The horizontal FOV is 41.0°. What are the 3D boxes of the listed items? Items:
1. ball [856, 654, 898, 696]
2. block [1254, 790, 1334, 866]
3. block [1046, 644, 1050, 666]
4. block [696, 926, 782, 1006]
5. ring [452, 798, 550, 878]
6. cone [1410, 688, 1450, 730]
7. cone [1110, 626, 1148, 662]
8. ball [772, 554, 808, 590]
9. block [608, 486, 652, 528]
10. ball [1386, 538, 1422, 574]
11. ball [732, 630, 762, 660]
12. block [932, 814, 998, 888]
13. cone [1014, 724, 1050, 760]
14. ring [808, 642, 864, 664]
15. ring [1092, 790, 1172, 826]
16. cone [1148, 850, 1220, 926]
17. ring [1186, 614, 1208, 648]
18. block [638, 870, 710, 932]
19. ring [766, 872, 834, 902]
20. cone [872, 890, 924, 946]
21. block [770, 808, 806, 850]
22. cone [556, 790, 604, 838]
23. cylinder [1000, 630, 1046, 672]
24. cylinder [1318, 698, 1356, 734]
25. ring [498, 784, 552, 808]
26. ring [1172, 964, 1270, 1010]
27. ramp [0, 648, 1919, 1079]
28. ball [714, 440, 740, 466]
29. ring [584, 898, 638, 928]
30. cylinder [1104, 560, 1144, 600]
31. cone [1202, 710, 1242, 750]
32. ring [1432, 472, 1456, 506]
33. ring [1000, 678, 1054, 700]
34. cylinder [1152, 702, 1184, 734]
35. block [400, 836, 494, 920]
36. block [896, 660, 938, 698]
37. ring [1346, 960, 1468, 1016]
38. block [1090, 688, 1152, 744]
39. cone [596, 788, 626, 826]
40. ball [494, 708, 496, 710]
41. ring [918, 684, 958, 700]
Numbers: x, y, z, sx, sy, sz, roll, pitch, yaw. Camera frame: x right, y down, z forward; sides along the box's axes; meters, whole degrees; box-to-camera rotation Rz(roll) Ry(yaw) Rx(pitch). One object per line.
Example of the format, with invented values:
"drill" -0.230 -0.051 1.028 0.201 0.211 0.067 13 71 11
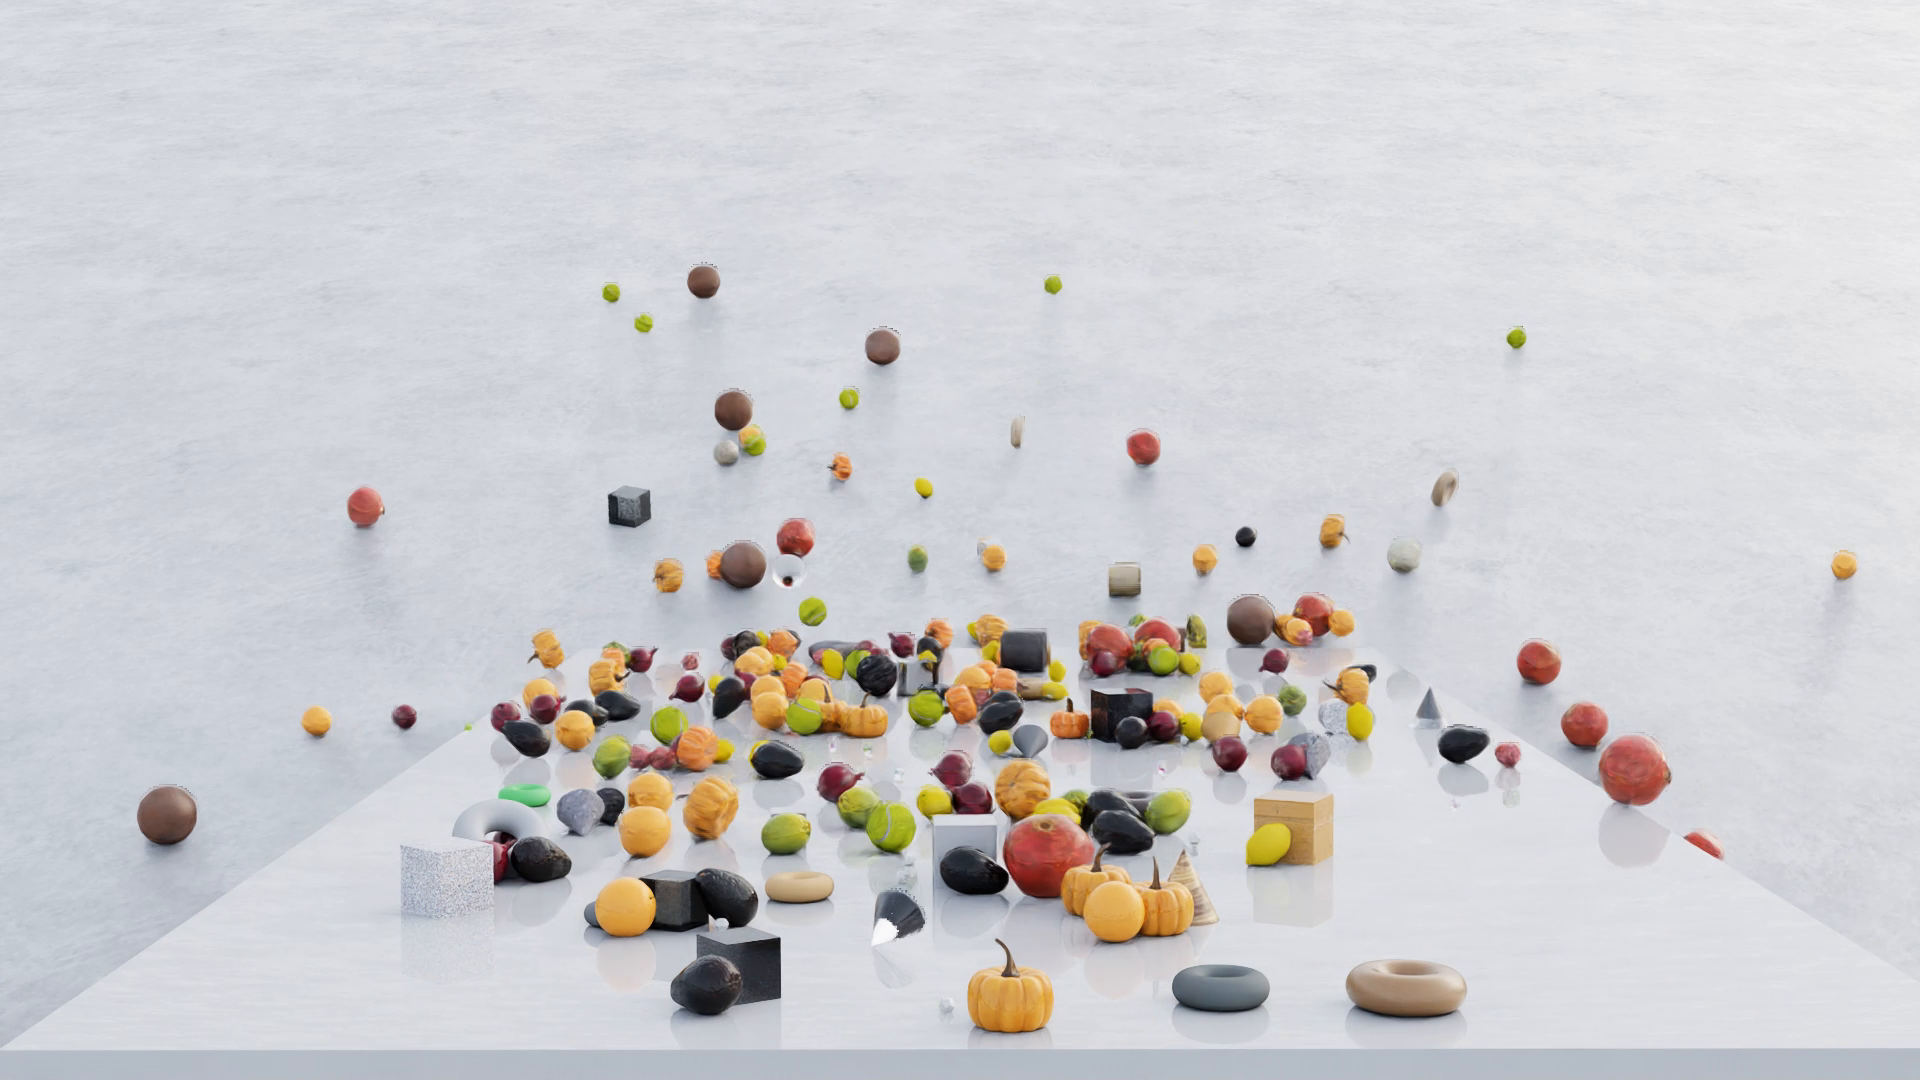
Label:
"ball" -0.178 0.288 5.495 0.090 0.090 0.090 0 21 0
"block" 0.464 0.399 3.573 0.087 0.087 0.087 2 4 26
"block" 0.181 0.272 6.098 0.052 0.052 0.052 -2 4 -25
"block" -0.237 0.456 2.753 0.066 0.066 0.066 -2 4 -35
"ring" -0.619 0.403 3.467 0.132 0.044 0.132 10 37 -8
"cone" 0.911 0.322 4.978 0.080 0.080 0.080 0 3 0
"cone" 0.388 0.272 6.190 0.095 0.095 0.095 16 39 36
"ball" -0.475 0.089 7.145 0.098 0.098 0.098 0 21 0
"block" -0.984 -0.099 7.651 0.091 0.091 0.091 9 23 23
"ball" 1.256 0.044 7.261 0.100 0.100 0.100 0 21 0
"ball" -0.512 0.253 6.162 0.071 0.071 0.071 0 21 0
"block" 0.006 0.411 3.398 0.083 0.083 0.083 0 3 -2
"cone" 0.124 0.372 4.563 0.064 0.064 0.064 4 38 9
"ring" -0.300 0.271 6.203 0.133 0.044 0.133 1 4 0
"ring" 0.259 0.405 3.878 0.122 0.041 0.122 -1 3 0
"cone" 0.275 0.422 3.157 0.088 0.088 0.088 0 3 0
"ring" 0.618 0.247 6.711 0.036 0.109 0.109 -6 21 -8
"block" -0.347 0.438 3.120 0.061 0.061 0.061 2 4 26
"ring" -0.206 0.444 3.290 0.089 0.030 0.089 -1 2 0
"cone" -0.088 0.459 3.029 0.066 0.066 0.066 11 35 28
"block" -0.245 0.412 3.671 0.051 0.051 0.051 0 3 -4
"cone" -0.555 0.416 3.771 0.071 0.071 0.071 -4 31 -11
"cylinder" 0.149 0.257 5.979 0.096 0.096 0.096 1 21 8
"cylinder" 0.717 0.336 4.895 0.062 0.062 0.062 -1 1 -3
"ring" -0.685 0.403 4.043 0.083 0.028 0.083 0 4 0
"ring" 0.276 0.474 2.722 0.104 0.035 0.104 0 2 0
"ramp" 0.048 0.438 4.532 2.000 0.100 4.000 0 3 0
"ball" -0.740 -0.277 8.132 0.082 0.082 0.082 0 21 0
"ring" -0.420 0.455 3.132 0.078 0.026 0.078 1 4 0
"cylinder" 0.452 0.112 7.096 0.084 0.084 0.084 -24 24 -4
"cone" 0.477 0.363 4.683 0.073 0.073 0.073 3 38 7
"ring" 1.464 -0.156 7.768 0.038 0.115 0.115 30 32 22
"ring" 0.143 0.316 5.460 0.117 0.039 0.117 -1 3 0
"cylinder" 0.392 0.339 4.901 0.056 0.056 0.056 -6 5 -15
"block" -0.642 0.422 3.217 0.082 0.082 0.082 3 5 44
"block" -0.092 0.296 5.509 0.072 0.072 0.072 -1 3 -18
"ring" 0.470 0.471 2.705 0.127 0.042 0.127 1 2 0
"block" 0.302 0.327 4.802 0.090 0.090 0.090 -1 3 -17
"cone" -0.526 0.413 3.858 0.059 0.059 0.059 -6 32 -17
"ball" -1.125 0.436 6.291 0.054 0.054 0.054 0 21 0
"ring" -0.047 0.322 5.443 0.086 0.029 0.086 -1 4 0
